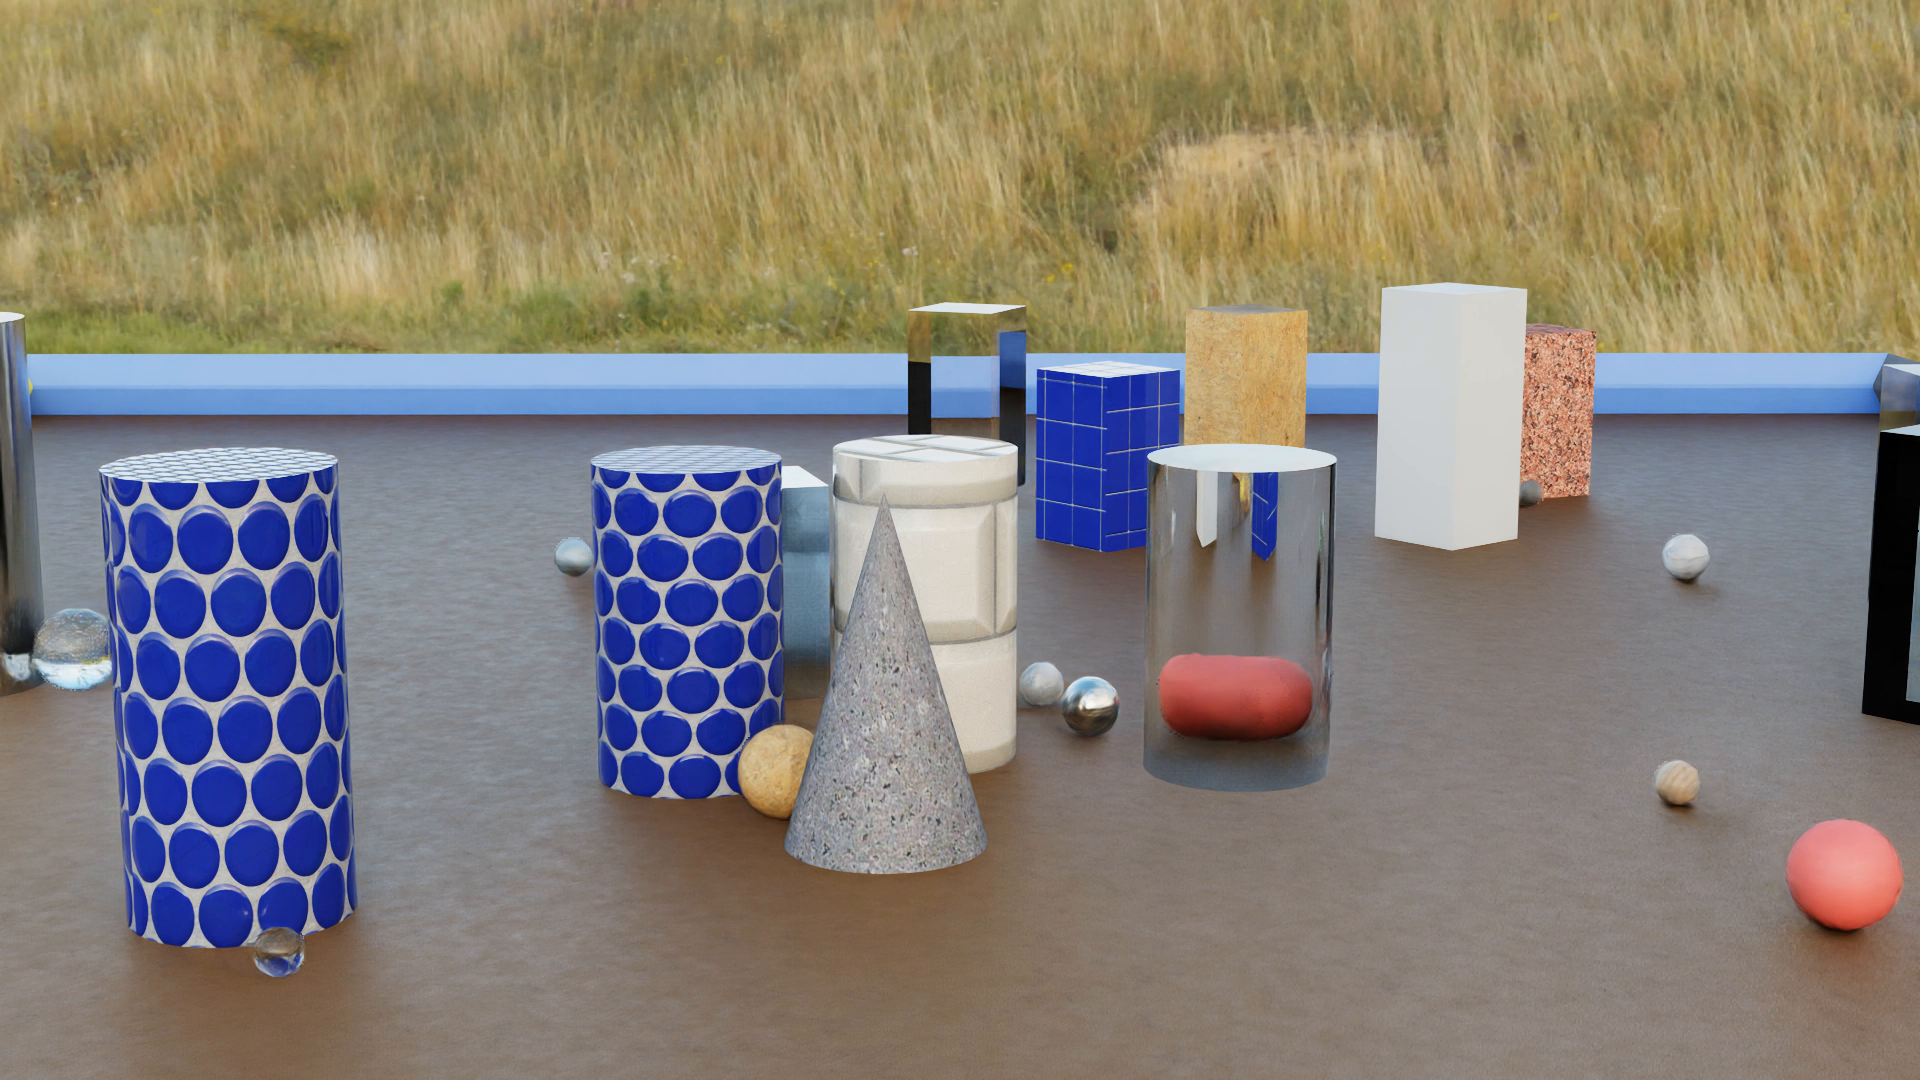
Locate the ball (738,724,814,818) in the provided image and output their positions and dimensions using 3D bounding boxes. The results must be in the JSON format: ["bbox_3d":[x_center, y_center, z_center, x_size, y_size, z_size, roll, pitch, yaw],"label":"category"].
[{"bbox_3d":[-0.171,0.226,2.507,0.092,0.092,0.092,0,11,0],"label":"ball"}]

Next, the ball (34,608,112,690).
[{"bbox_3d":[-1.039,0.128,3.019,0.097,0.097,0.097,0,11,0],"label":"ball"}]

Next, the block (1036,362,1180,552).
[{"bbox_3d":[0.227,-0.131,3.954,0.155,0.265,0.155,-9,14,-40],"label":"block"}]

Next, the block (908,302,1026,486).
[{"bbox_3d":[0.013,-0.245,4.438,0.155,0.313,0.155,5,11,24],"label":"block"}]

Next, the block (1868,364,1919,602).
[{"bbox_3d":[1.328,-0.063,3.425,0.155,0.325,0.155,0,11,-2],"label":"block"}]

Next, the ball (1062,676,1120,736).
[{"bbox_3d":[0.144,0.182,2.815,0.065,0.065,0.065,0,11,0],"label":"ball"}]

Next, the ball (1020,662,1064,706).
[{"bbox_3d":[0.094,0.165,2.946,0.050,0.050,0.050,0,11,0],"label":"ball"}]

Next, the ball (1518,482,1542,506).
[{"bbox_3d":[0.947,-0.077,4.273,0.042,0.042,0.042,0,11,0],"label":"ball"}]

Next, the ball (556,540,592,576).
[{"bbox_3d":[-0.555,0.025,3.689,0.054,0.054,0.054,0,11,0],"label":"ball"}]

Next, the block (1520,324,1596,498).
[{"bbox_3d":[0.975,-0.223,4.404,0.155,0.280,0.155,-4,11,-22],"label":"block"}]

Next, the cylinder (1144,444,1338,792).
[{"bbox_3d":[0.289,0.077,2.663,0.194,0.328,0.194,0,11,0],"label":"cylinder"}]

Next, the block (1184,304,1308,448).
[{"bbox_3d":[0.518,-0.275,4.662,0.155,0.289,0.155,-7,13,-34],"label":"block"}]

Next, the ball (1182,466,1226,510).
[{"bbox_3d":[0.402,-0.085,4.235,0.072,0.072,0.072,0,11,0],"label":"ball"}]

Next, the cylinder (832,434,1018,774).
[{"bbox_3d":[-0.036,0.066,2.717,0.194,0.330,0.194,0,11,0],"label":"cylinder"}]

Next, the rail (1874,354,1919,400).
[{"bbox_3d":[1.939,0.030,3.460,0.045,0.126,3.949,0,11,0],"label":"rail"}]

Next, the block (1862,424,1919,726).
[{"bbox_3d":[1.133,0.040,2.875,0.155,0.323,0.155,-9,14,-40],"label":"block"}]

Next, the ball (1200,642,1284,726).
[{"bbox_3d":[0.314,0.160,2.857,0.093,0.093,0.093,0,11,0],"label":"ball"}]

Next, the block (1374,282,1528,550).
[{"bbox_3d":[0.757,-0.194,3.960,0.155,0.387,0.155,-9,14,-39],"label":"block"}]

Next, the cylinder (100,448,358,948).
[{"bbox_3d":[-0.624,0.129,2.200,0.194,0.393,0.194,0,11,0],"label":"cylinder"}]

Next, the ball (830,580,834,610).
[{"bbox_3d":[-0.202,0.072,3.382,0.075,0.075,0.075,0,11,0],"label":"ball"}]

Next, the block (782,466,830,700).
[{"bbox_3d":[-0.247,0.051,3.015,0.155,0.250,0.155,-3,11,-16],"label":"block"}]

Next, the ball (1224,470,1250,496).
[{"bbox_3d":[0.470,-0.096,4.369,0.044,0.044,0.044,0,11,0],"label":"ball"}]

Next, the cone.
[{"bbox_3d":[-0.070,0.120,2.401,0.194,0.338,0.194,0,11,0],"label":"cone"}]

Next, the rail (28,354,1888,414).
[{"bbox_3d":[-0.011,-0.324,5.367,3.926,0.126,0.045,0,11,0],"label":"rail"}]

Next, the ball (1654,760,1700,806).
[{"bbox_3d":[0.714,0.242,2.552,0.044,0.044,0.044,0,11,0],"label":"ball"}]

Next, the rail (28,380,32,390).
[{"bbox_3d":[-1.939,0.034,3.438,0.045,0.126,3.949,0,11,0],"label":"rail"}]

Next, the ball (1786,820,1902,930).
[{"bbox_3d":[0.752,0.285,2.184,0.094,0.094,0.094,0,11,0],"label":"ball"}]

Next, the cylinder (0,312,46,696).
[{"bbox_3d":[-1.188,-0.043,3.015,0.194,0.434,0.194,0,11,0],"label":"cylinder"}]

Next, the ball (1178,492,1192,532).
[{"bbox_3d":[0.330,-0.045,4.024,0.069,0.069,0.069,0,11,0],"label":"ball"}]

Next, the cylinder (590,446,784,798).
[{"bbox_3d":[-0.278,0.080,2.639,0.194,0.330,0.194,0,11,0],"label":"cylinder"}]

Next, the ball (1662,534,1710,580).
[{"bbox_3d":[1.036,0.024,3.664,0.065,0.065,0.065,0,11,0],"label":"ball"}]

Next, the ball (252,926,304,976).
[{"bbox_3d":[-0.550,0.332,2.073,0.041,0.041,0.041,0,11,0],"label":"ball"}]
